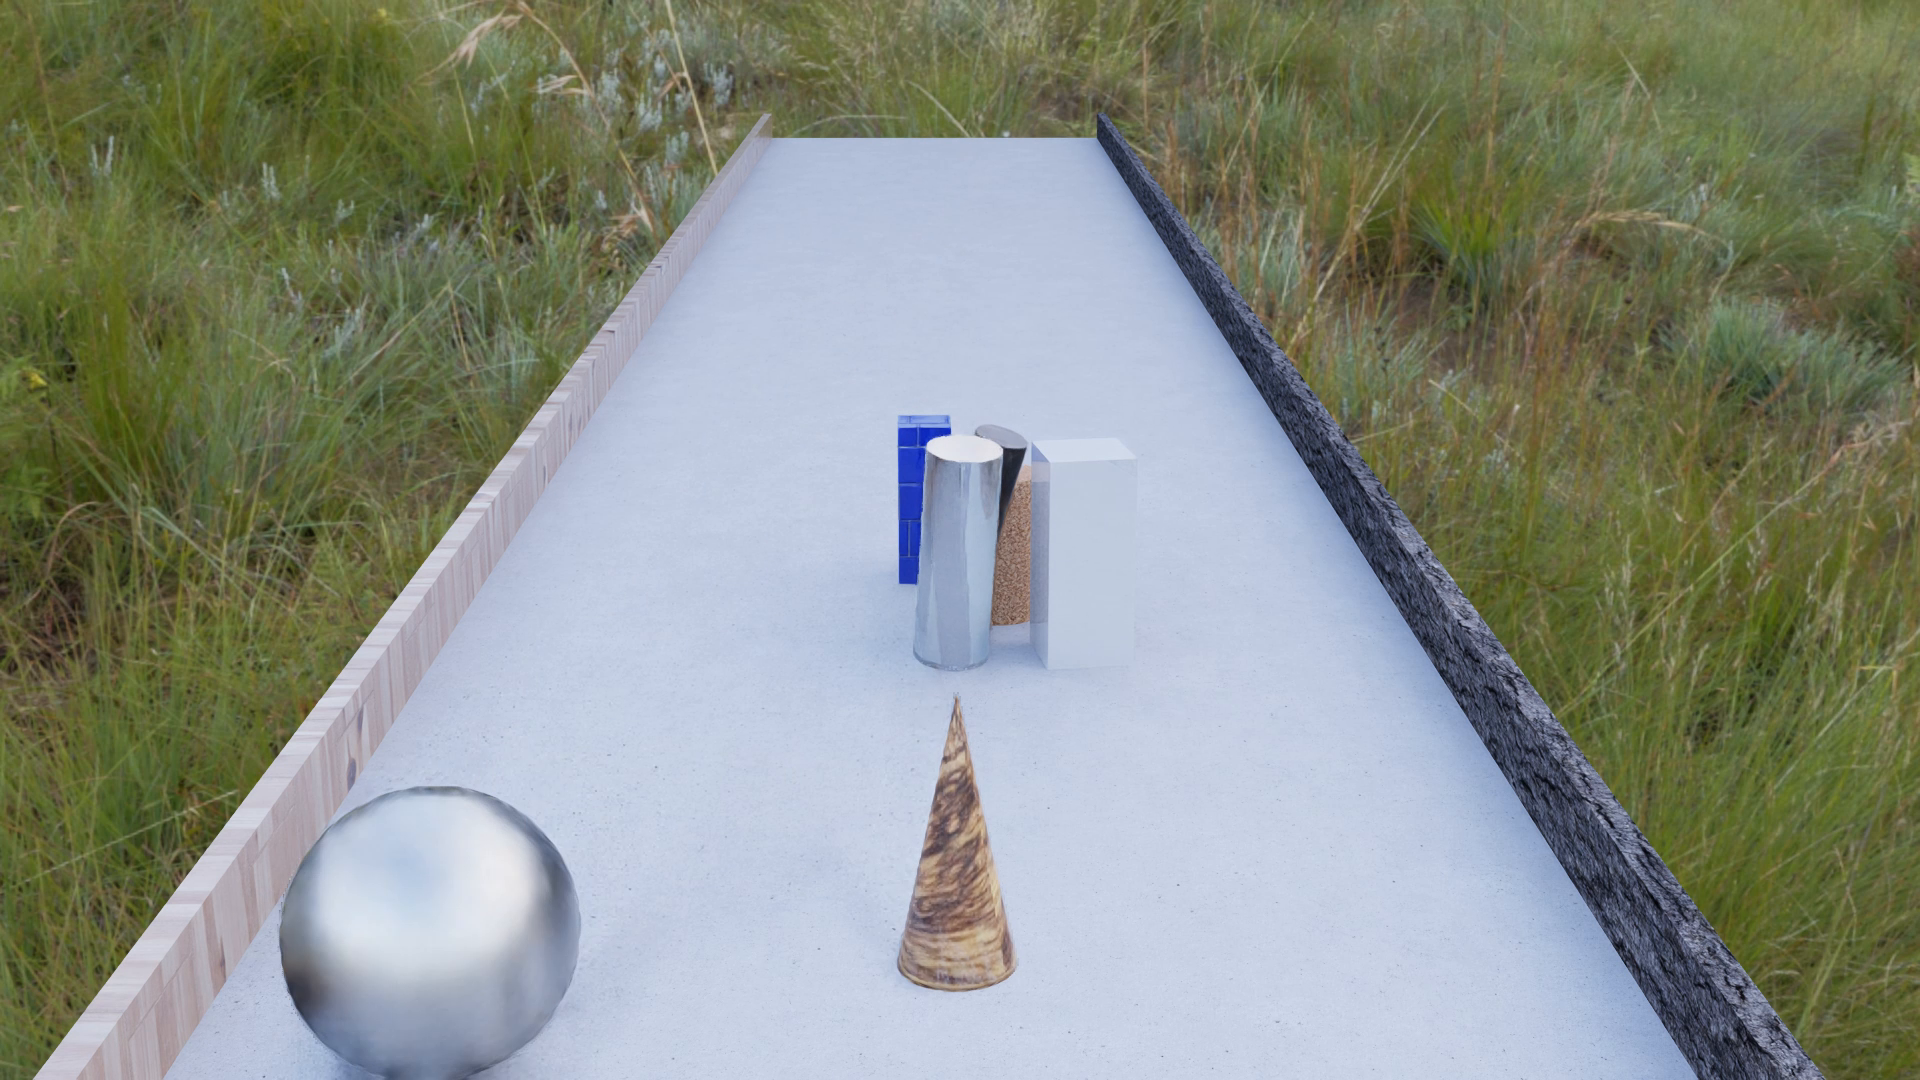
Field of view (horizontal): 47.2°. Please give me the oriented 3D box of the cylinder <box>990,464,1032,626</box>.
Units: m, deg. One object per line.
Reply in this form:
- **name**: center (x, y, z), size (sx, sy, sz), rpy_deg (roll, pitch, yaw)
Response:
- **cylinder**: center (0.081, 0.007, 4.662), size (0.177, 0.309, 0.177), rpy_deg (0, 17, 0)

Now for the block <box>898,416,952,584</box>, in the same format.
- **block**: center (-0.079, -0.090, 4.902), size (0.117, 0.358, 0.117), rpy_deg (0, 17, -1)

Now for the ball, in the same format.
- **ball**: center (-0.684, 0.508, 2.850), size (0.380, 0.380, 0.380), rpy_deg (0, 17, 0)

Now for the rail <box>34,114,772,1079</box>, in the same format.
- **rail**: center (-1.118, -0.838, 7.780), size (0.050, 0.150, 12.000), rpy_deg (0, 17, -1)

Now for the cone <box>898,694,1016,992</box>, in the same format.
- **cone**: center (-0.005, 0.411, 3.114), size (0.173, 0.417, 0.173), rpy_deg (0, 17, 0)

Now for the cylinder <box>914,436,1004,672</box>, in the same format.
- **cylinder**: center (-0.005, 0.027, 4.336), size (0.151, 0.442, 0.151), rpy_deg (3, 22, -1)

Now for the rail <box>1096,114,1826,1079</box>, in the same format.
- **rail**: center (0.932, -0.844, 7.801), size (0.050, 0.150, 12.000), rpy_deg (0, 17, -1)

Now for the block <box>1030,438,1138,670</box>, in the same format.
- **block**: center (0.244, 0.025, 4.397), size (0.174, 0.425, 0.174), rpy_deg (-3, 17, -10)

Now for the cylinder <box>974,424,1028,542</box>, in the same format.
- **cylinder**: center (0.023, -0.010, 4.457), size (0.108, 0.446, 0.108), rpy_deg (14, 24, -6)
